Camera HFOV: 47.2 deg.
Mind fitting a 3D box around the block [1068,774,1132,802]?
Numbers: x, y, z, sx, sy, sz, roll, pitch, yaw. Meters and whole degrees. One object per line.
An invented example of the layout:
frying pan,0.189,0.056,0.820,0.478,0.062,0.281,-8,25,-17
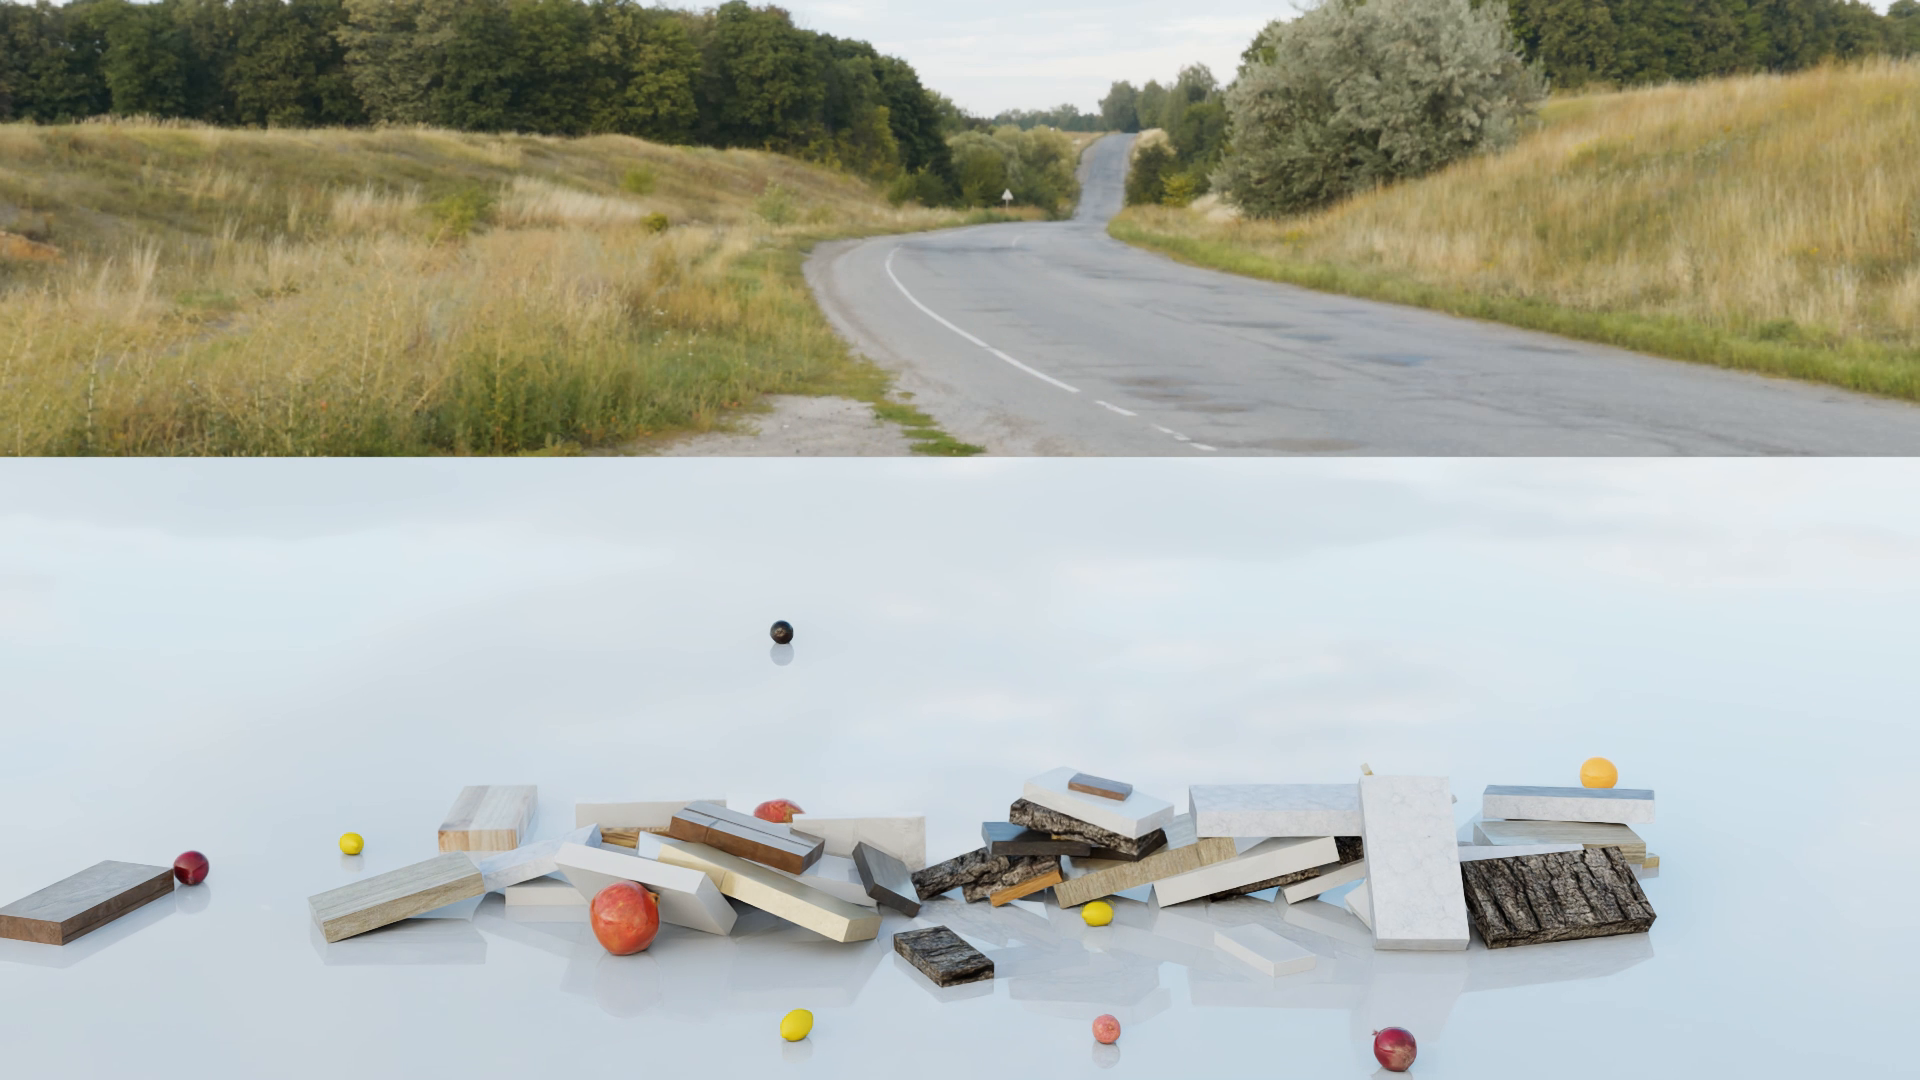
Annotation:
block,0.230,0.405,3.603,0.096,0.014,0.048,11,15,20

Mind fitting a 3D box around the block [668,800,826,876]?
block,-0.352,0.492,3.649,0.233,0.033,0.117,15,10,12

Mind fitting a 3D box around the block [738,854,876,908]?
block,-0.253,0.551,3.645,0.233,0.033,0.117,12,10,-7

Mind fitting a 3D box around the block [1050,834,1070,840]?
block,0.210,0.478,3.630,0.121,0.017,0.061,5,14,-3

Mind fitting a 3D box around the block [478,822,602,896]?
block,-0.705,0.532,3.659,0.207,0.029,0.103,-18,10,5

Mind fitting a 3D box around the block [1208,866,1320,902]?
block,0.500,0.554,3.660,0.183,0.026,0.091,-15,10,5

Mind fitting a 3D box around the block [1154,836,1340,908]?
block,0.468,0.527,3.657,0.302,0.043,0.151,-15,10,4

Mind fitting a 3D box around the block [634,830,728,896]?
block,-0.421,0.544,3.642,0.233,0.033,0.117,15,10,-10

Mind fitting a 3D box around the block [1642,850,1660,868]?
block,1.135,0.554,3.811,0.133,0.019,0.067,-3,11,-18

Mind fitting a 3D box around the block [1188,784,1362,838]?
block,0.536,0.446,3.638,0.302,0.043,0.151,-1,10,1

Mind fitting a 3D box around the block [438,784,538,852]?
block,-0.859,0.506,4.015,0.136,0.039,0.272,-1,11,-3

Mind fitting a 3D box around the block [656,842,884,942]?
block,-0.302,0.554,3.476,0.346,0.036,0.128,18,0,23

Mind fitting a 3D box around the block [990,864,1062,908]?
block,0.109,0.565,3.623,0.121,0.017,0.061,-22,11,8

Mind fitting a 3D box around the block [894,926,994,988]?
block,-0.026,0.635,3.359,0.088,0.025,0.175,-5,12,-25

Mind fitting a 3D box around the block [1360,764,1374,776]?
block,0.699,0.422,3.673,0.014,0.095,0.048,-28,9,6

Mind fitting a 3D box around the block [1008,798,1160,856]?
block,0.206,0.459,3.605,0.224,0.032,0.112,11,15,23

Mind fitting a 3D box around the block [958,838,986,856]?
block,0.036,0.546,3.869,0.048,0.014,0.096,3,11,18

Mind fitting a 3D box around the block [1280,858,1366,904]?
block,0.620,0.548,3.653,0.183,0.026,0.091,-20,9,1

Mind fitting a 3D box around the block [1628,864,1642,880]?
block,0.914,0.553,3.664,0.433,0.036,0.127,-4,11,-18

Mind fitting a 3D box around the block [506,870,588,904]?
block,-0.644,0.576,3.665,0.207,0.029,0.103,0,11,-1

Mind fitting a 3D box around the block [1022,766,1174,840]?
block,0.226,0.428,3.602,0.224,0.032,0.112,16,18,36

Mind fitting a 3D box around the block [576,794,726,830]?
block,-0.528,0.505,3.774,0.256,0.128,0.036,-1,10,-6

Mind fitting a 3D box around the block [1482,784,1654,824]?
block,1.058,0.458,3.822,0.283,0.040,0.142,0,1,17

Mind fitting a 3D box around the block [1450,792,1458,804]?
block,0.774,0.442,3.656,0.095,0.014,0.048,-21,9,-7

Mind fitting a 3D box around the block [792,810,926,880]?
block,-0.171,0.521,3.733,0.224,0.112,0.032,-1,10,-5

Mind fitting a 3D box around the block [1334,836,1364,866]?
block,0.708,0.486,3.661,0.183,0.026,0.091,-20,9,3

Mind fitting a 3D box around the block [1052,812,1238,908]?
block,0.298,0.527,3.668,0.302,0.043,0.151,-16,11,-2

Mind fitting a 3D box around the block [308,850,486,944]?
block,-0.909,0.573,3.547,0.256,0.036,0.128,-16,16,-24

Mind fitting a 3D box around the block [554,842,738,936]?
block,-0.499,0.554,3.495,0.272,0.136,0.039,7,55,27

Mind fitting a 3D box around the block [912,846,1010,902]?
block,0.001,0.551,3.660,0.166,0.023,0.083,-21,10,3

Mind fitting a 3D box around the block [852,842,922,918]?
block,-0.122,0.558,3.622,0.088,0.025,0.176,28,8,-17

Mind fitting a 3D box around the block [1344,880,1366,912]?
block,0.660,0.561,3.573,0.014,0.095,0.048,37,13,13

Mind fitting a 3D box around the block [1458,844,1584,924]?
block,0.903,0.555,3.552,0.255,0.036,0.127,0,44,-12

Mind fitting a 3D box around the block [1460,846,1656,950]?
block,0.944,0.566,3.492,0.284,0.040,0.142,-3,44,-15

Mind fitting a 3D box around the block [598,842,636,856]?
block,-0.510,0.553,3.661,0.207,0.029,0.103,13,10,-3

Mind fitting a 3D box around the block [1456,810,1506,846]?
block,0.947,0.516,3.935,0.076,0.021,0.184,3,17,36

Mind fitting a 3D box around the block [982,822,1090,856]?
block,0.125,0.492,3.626,0.166,0.023,0.083,2,15,-12

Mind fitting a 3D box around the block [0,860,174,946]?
block,-1.423,0.587,3.577,0.136,0.039,0.272,3,11,18

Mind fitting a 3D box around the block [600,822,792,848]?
block,-0.406,0.531,3.745,0.461,0.088,0.025,-1,11,-5

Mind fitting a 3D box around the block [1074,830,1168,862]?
block,0.260,0.505,3.661,0.078,0.022,0.157,-26,15,-41

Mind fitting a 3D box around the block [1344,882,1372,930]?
block,0.702,0.557,3.516,0.157,0.022,0.078,-32,41,-9

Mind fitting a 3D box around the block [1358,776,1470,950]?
block,0.715,0.509,3.482,0.142,0.040,0.286,0,55,1

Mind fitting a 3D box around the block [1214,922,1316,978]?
block,0.469,0.631,3.388,0.078,0.022,0.157,-6,12,-28

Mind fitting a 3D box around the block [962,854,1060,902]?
block,0.086,0.547,3.647,0.166,0.023,0.083,-22,11,9

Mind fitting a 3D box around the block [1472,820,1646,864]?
block,1.008,0.509,3.704,0.255,0.036,0.127,0,11,-2

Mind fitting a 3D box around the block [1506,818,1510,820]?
block,1.056,0.503,3.928,0.151,0.021,0.076,20,28,15
